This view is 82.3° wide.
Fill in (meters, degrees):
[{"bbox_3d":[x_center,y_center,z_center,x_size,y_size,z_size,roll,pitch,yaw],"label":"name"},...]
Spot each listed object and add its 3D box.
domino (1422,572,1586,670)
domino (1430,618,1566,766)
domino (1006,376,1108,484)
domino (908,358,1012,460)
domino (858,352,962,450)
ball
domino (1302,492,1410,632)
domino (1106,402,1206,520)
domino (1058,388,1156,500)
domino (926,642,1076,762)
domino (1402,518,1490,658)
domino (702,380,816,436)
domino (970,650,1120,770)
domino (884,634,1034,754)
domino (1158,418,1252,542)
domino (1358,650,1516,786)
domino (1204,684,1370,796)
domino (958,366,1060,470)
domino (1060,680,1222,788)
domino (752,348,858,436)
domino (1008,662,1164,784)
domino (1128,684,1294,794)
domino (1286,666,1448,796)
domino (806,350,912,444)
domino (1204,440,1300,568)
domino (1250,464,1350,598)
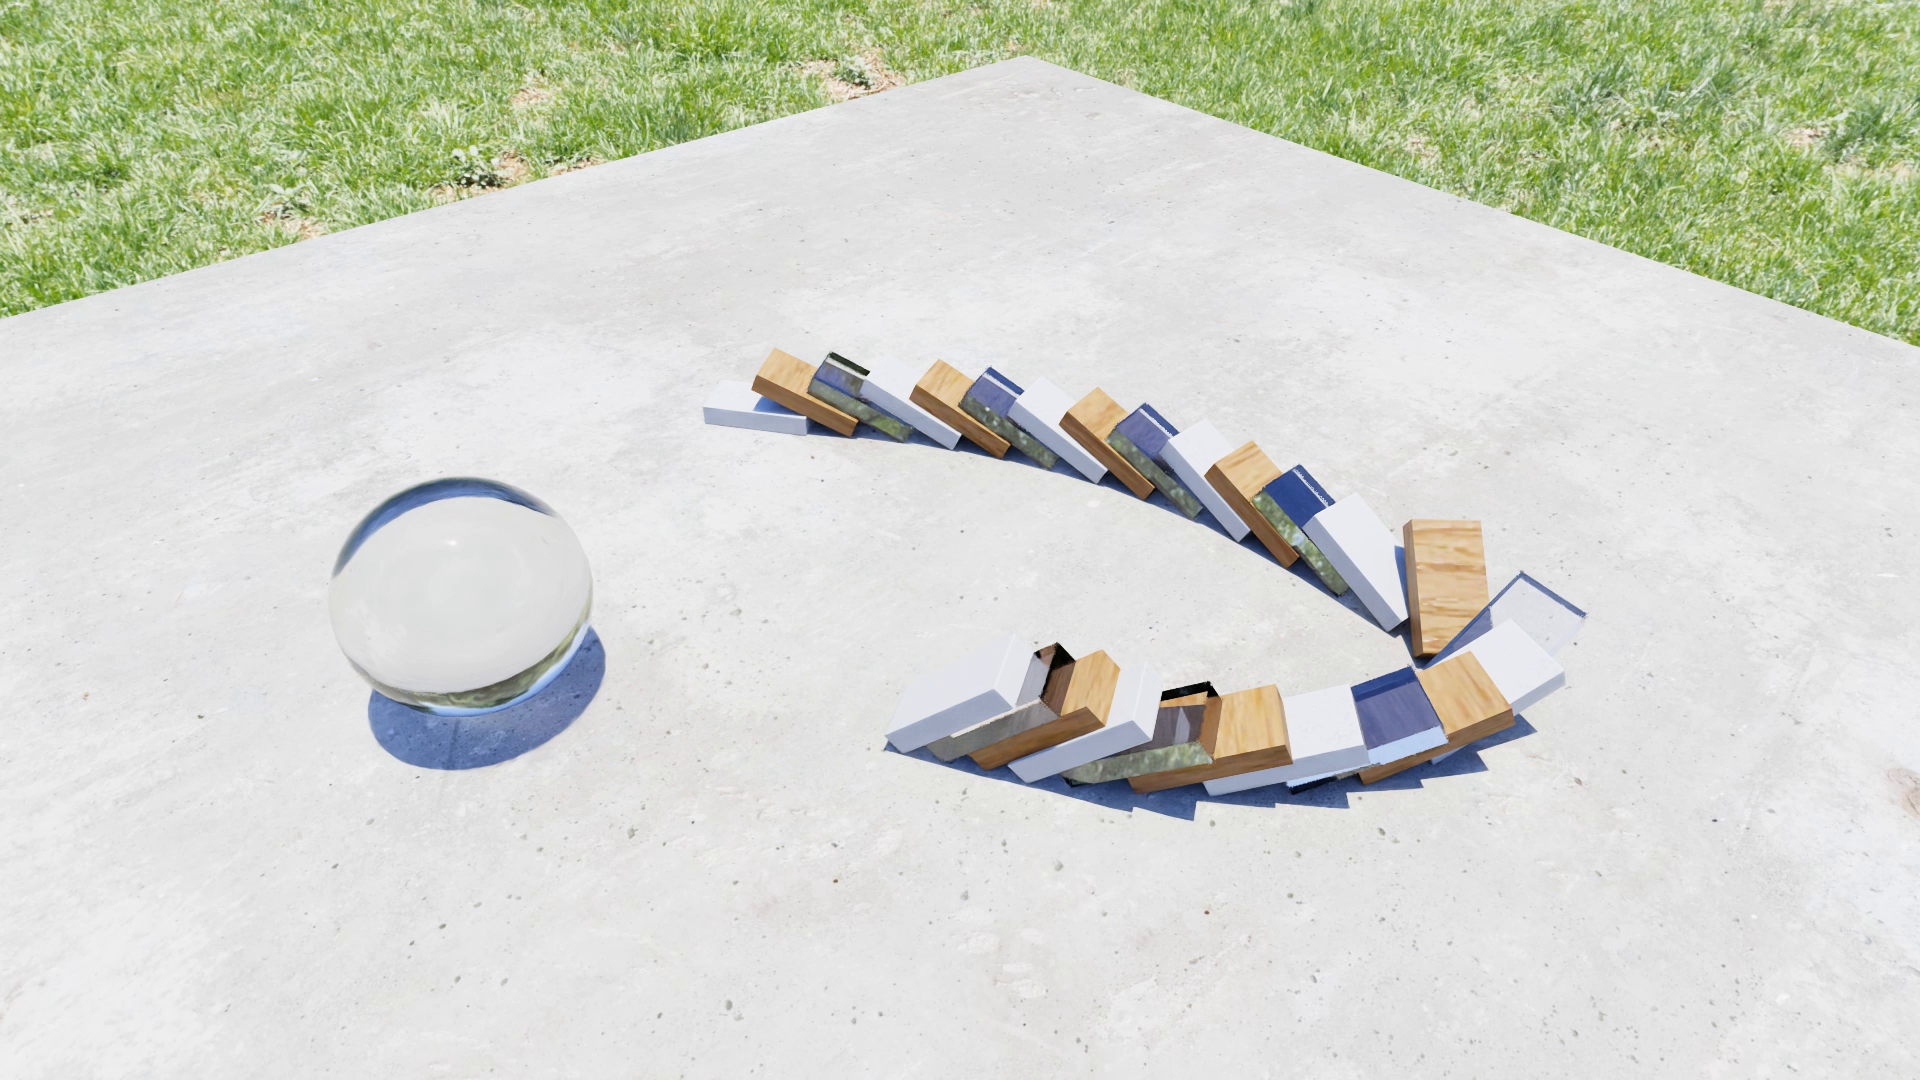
[{"bbox_3d":[0.187,0.037,0.379,0.050,0.010,0.025,-43,54,-4],"label":"domino"},{"bbox_3d":[0.170,0.050,0.365,0.050,0.010,0.025,-33,45,3],"label":"domino"},{"bbox_3d":[0.048,-0.049,0.488,0.050,0.009,0.025,38,48,5],"label":"domino"},{"bbox_3d":[0.004,-0.060,0.501,0.050,0.009,0.025,33,45,1],"label":"domino"},{"bbox_3d":[-0.019,-0.064,0.506,0.050,0.009,0.025,31,44,-1],"label":"domino"},{"bbox_3d":[-0.164,0.019,0.365,0.080,0.080,0.080,0,39,0],"label":"ball"},{"bbox_3d":[0.157,0.008,0.418,0.025,0.009,0.050,-25,70,-27],"label":"domino"},{"bbox_3d":[0.089,-0.034,0.469,0.050,0.009,0.025,44,52,10],"label":"domino"},{"bbox_3d":[0.070,-0.042,0.479,0.050,0.010,0.025,43,51,9],"label":"domino"},{"bbox_3d":[0.013,0.053,0.354,0.050,0.010,0.025,-29,23,36],"label":"domino"},{"bbox_3d":[0.178,0.018,0.401,0.025,0.010,0.050,2,73,2],"label":"domino"},{"bbox_3d":[-0.093,-0.063,0.520,0.050,0.010,0.025,8,40,9],"label":"domino"},{"bbox_3d":[0.026,0.055,0.352,0.050,0.010,0.025,-29,23,36],"label":"domino"},{"bbox_3d":[-0.001,0.050,0.357,0.050,0.010,0.025,-29,23,36],"label":"domino"},{"bbox_3d":[0.109,-0.025,0.458,0.025,0.010,0.050,-30,72,-31],"label":"domino"},{"bbox_3d":[0.148,0.058,0.356,0.050,0.009,0.025,-26,40,10],"label":"domino"},{"bbox_3d":[0.101,0.064,0.349,0.050,0.009,0.025,-17,35,20],"label":"domino"},{"bbox_3d":[0.027,-0.055,0.495,0.050,0.010,0.025,35,46,3],"label":"domino"},{"bbox_3d":[0.056,0.062,0.347,0.050,0.009,0.025,-19,29,33],"label":"domino"},{"bbox_3d":[-0.069,-0.069,0.511,0.050,0.010,0.025,25,41,-7],"label":"domino"},{"bbox_3d":[0.040,0.058,0.348,0.050,0.010,0.025,-29,23,36],"label":"domino"},{"bbox_3d":[0.078,0.063,0.350,0.050,0.010,0.025,-16,35,20],"label":"domino"},{"bbox_3d":[0.126,0.061,0.352,0.050,0.009,0.025,-23,38,13],"label":"domino"},{"bbox_3d":[-0.043,-0.066,0.509,0.050,0.009,0.025,27,41,-4],"label":"domino"},{"bbox_3d":[0.125,-0.015,0.446,0.025,0.009,0.050,-29,72,-31],"label":"domino"},{"bbox_3d":[0.141,-0.004,0.433,0.025,0.010,0.050,-29,72,-31],"label":"domino"}]
